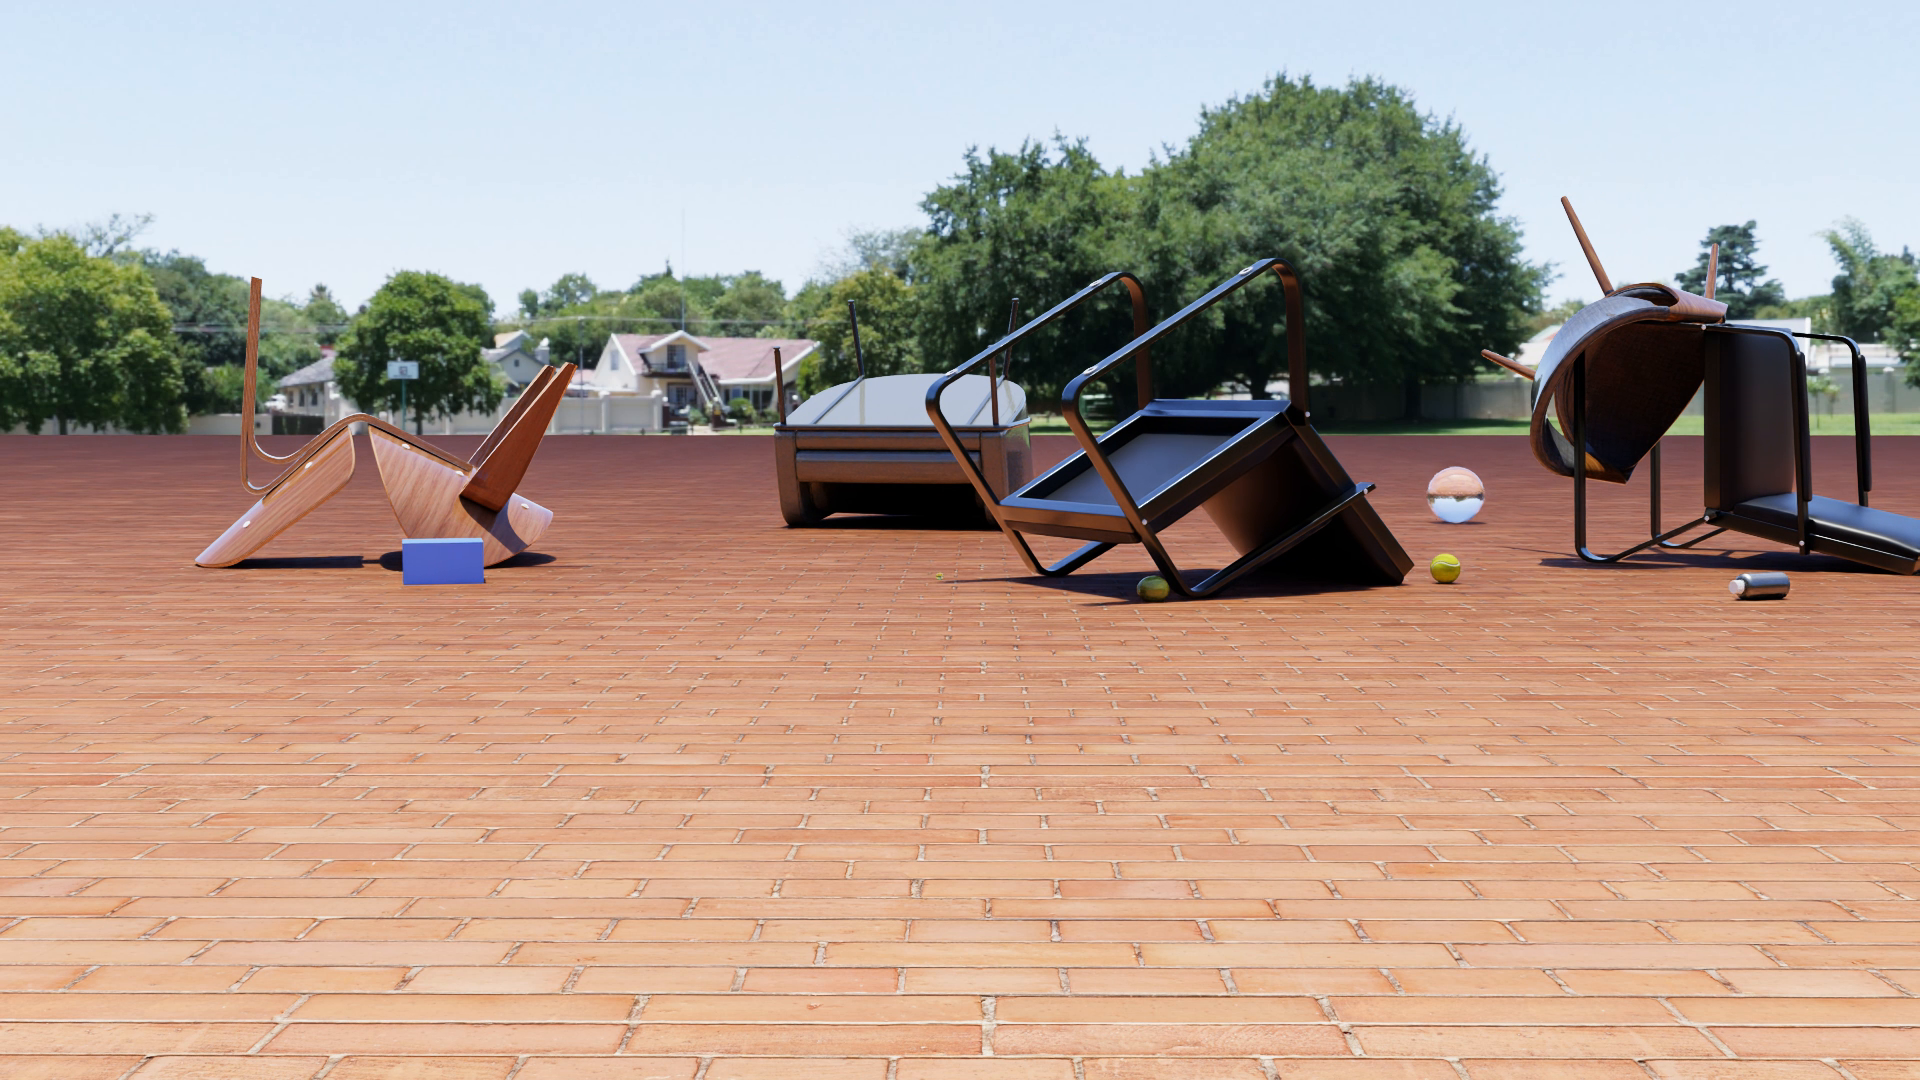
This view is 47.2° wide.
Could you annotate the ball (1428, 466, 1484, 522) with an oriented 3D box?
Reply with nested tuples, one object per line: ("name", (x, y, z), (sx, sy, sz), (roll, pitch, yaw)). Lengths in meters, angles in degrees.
("ball", (1.662, -0.151, 7.373), (0.188, 0.188, 0.188), (0, 4, 0))

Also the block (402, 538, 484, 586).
("block", (-1.206, 0.049, 5.127), (0.181, 0.096, 0.143), (-1, 4, -14))

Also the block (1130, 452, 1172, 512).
("block", (0.701, -0.213, 8.062), (0.125, 0.217, 0.172), (0, 4, -4))

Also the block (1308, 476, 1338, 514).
("block", (1.321, -0.163, 7.990), (0.099, 0.127, 0.209), (0, 4, 7))
